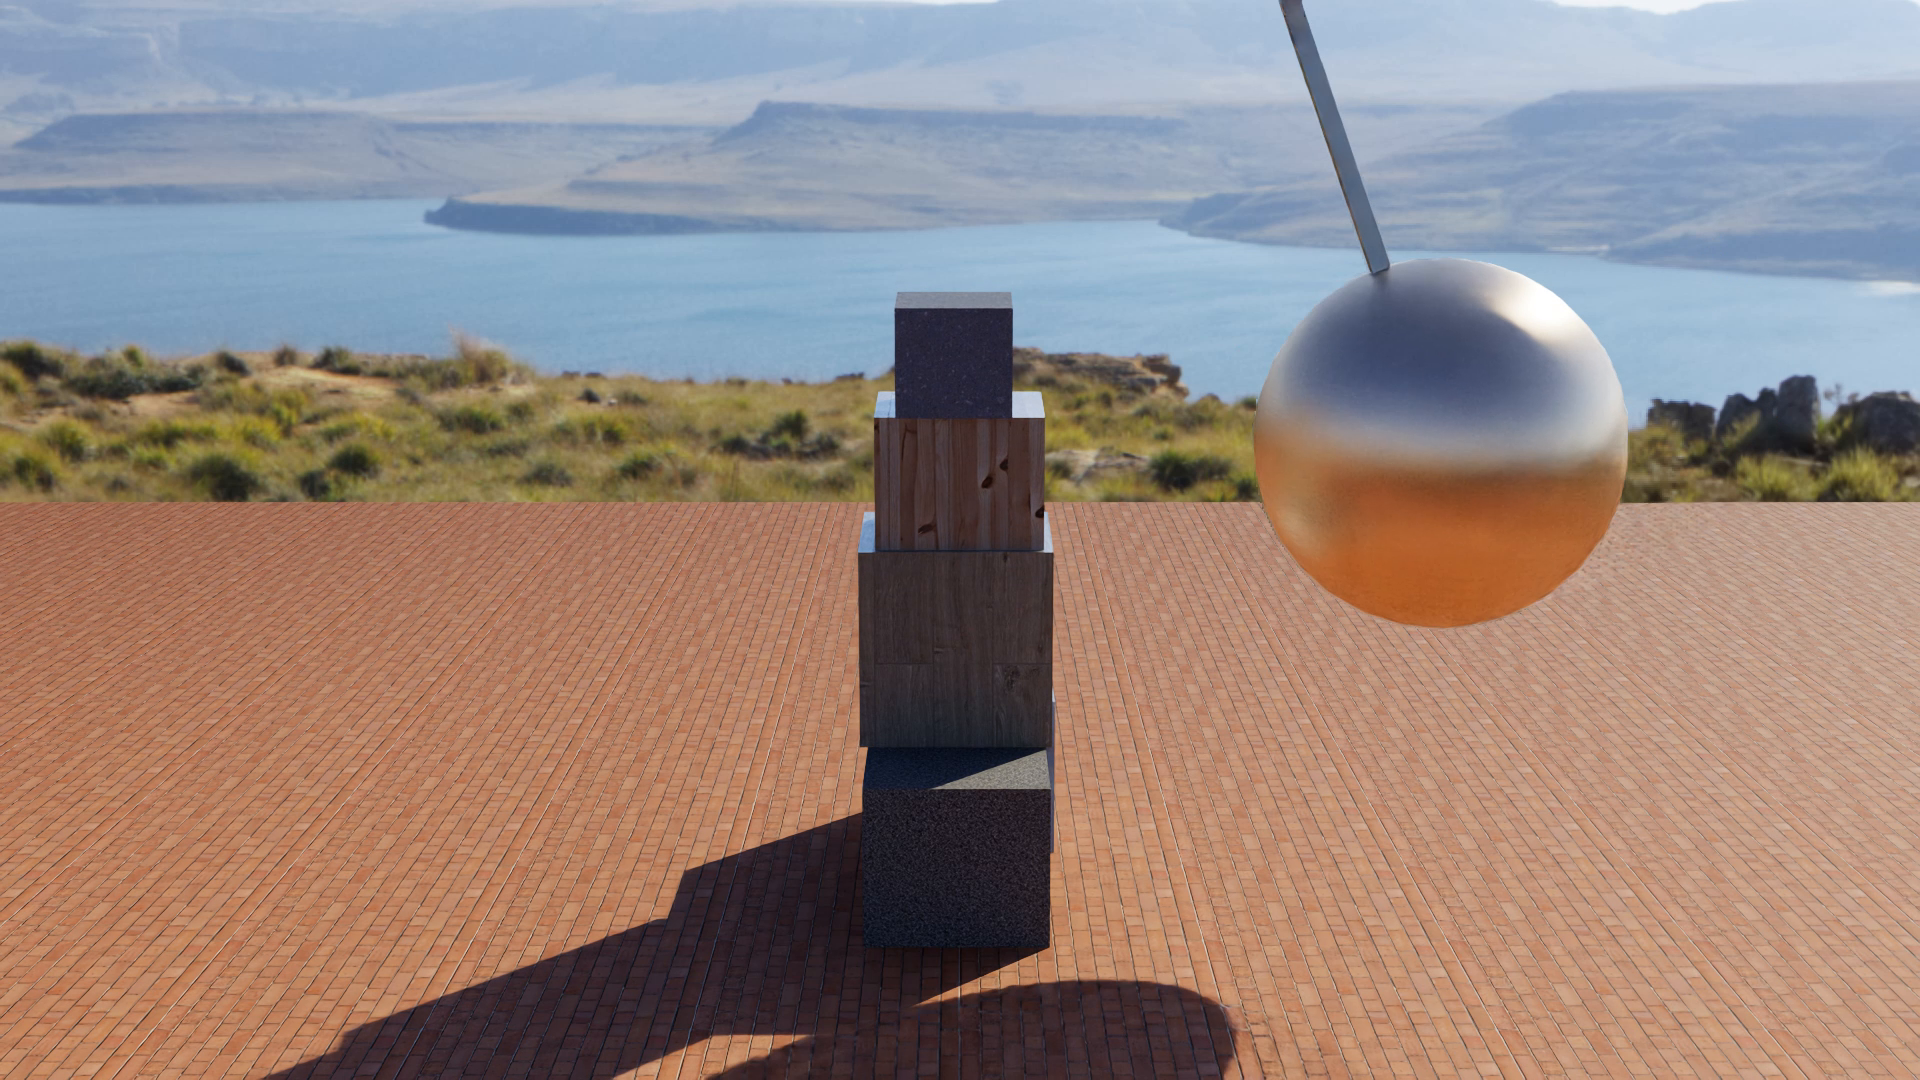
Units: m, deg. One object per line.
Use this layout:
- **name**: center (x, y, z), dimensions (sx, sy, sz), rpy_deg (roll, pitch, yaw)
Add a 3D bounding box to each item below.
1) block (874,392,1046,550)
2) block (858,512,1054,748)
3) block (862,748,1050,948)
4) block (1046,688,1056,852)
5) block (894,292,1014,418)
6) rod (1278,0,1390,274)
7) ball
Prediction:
- **block**: center (-0.002, -0.304, 11.023), dimensions (0.712, 0.567, 0.592), rpy_deg (0, 14, 0)
- **block**: center (-0.017, 0.380, 11.224), dimensions (0.821, 0.859, 0.748), rpy_deg (0, 14, 0)
- **block**: center (-0.014, 1.272, 10.706), dimensions (0.760, 0.667, 0.653), rpy_deg (0, 10, 0)
- **block**: center (0.017, 1.013, 12.023), dimensions (0.825, 0.706, 0.746), rpy_deg (0, 10, 0)
- **block**: center (-0.025, -0.784, 10.818), dimensions (0.487, 0.461, 0.475), rpy_deg (0, 14, 0)
- **rod**: center (0.899, -3.558, 10.533), dimensions (0.080, 5.200, 0.080), rpy_deg (-20, 10, 4)
- **ball**: center (2.074, -0.419, 11.104), dimensions (1.600, 1.600, 1.600), rpy_deg (0, 10, 0)
